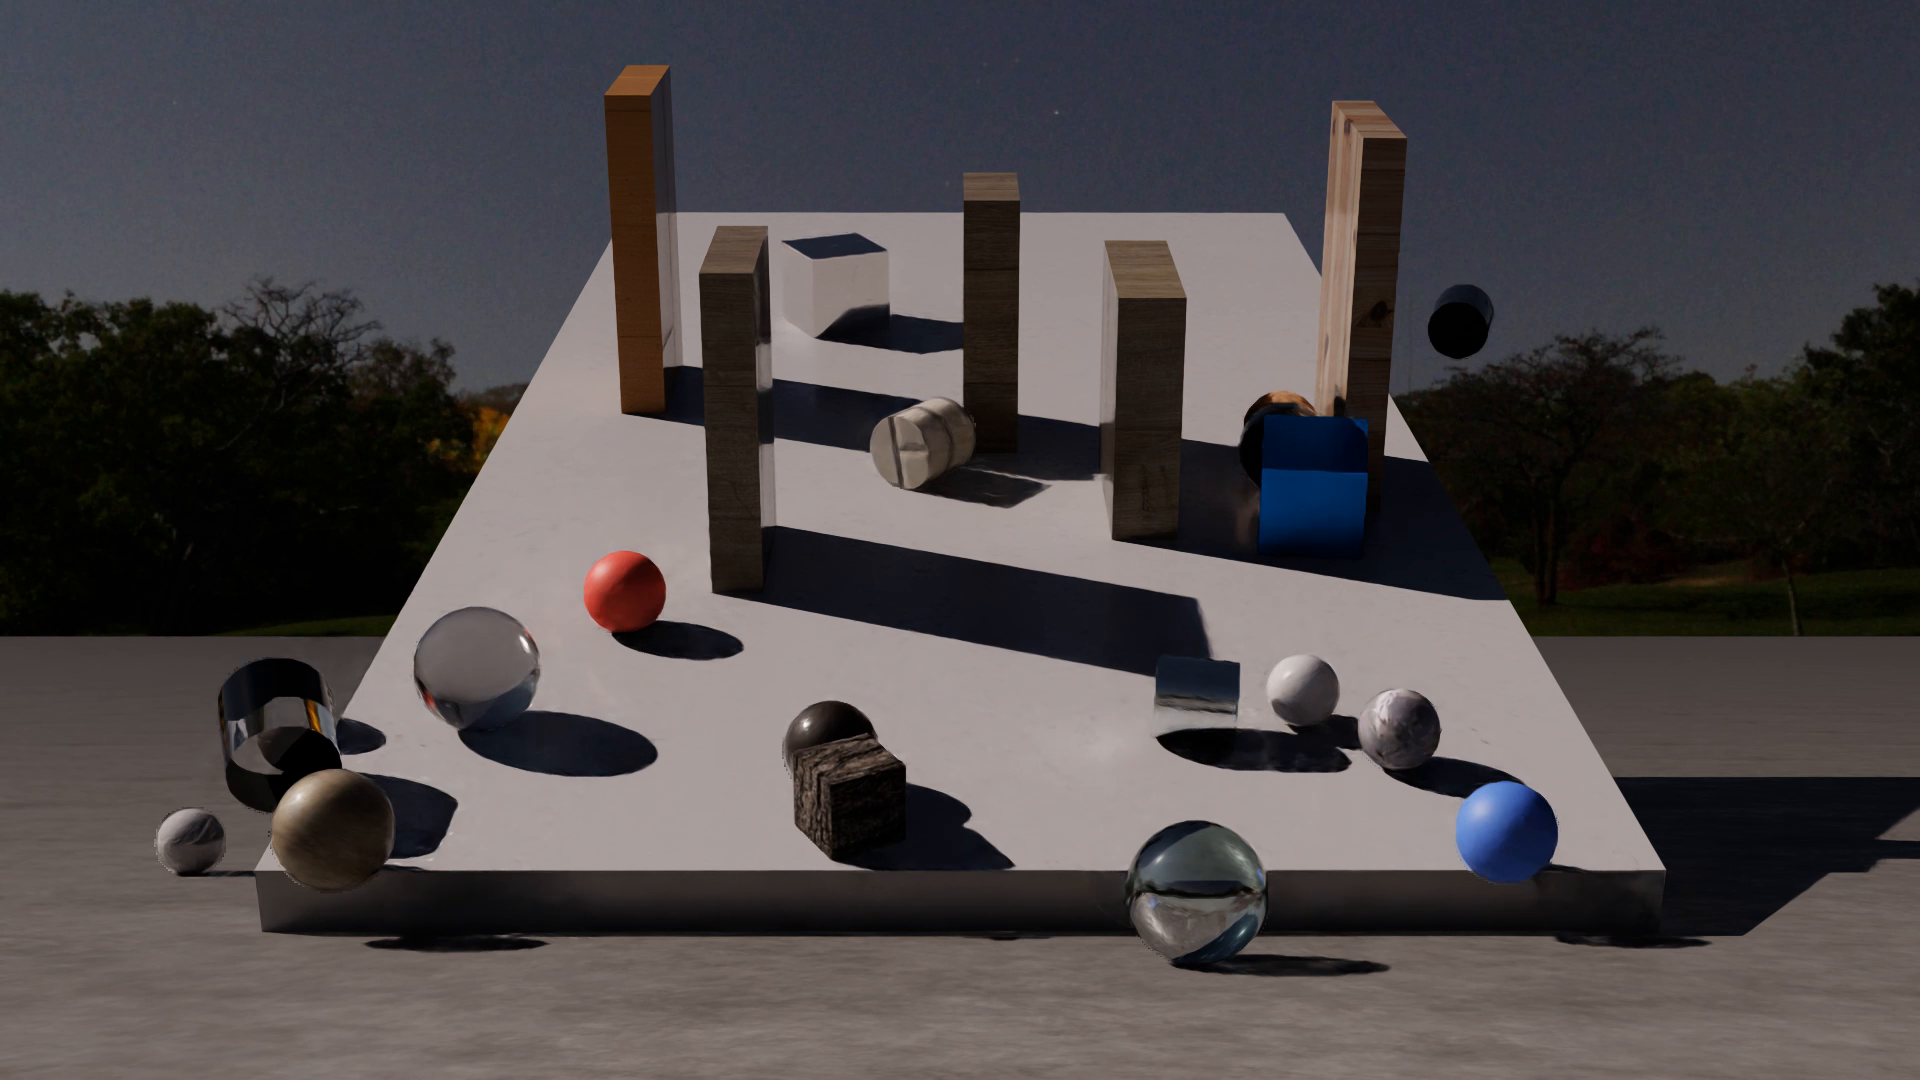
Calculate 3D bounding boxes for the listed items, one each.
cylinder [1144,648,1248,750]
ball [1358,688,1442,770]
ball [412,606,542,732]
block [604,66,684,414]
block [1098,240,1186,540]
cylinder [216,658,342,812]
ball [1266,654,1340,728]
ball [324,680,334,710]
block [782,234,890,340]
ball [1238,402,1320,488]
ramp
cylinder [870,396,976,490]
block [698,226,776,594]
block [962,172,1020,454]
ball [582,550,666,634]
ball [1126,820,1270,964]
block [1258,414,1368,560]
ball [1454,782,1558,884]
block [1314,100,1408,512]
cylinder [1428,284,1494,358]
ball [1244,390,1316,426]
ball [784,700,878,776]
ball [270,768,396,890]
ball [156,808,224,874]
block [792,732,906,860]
[{"bbox_3d":[0.371,0.251,3.608,0.129,0.129,0.129,16,-3,-3],"label":"cylinder"},{"bbox_3d":[0.675,0.291,3.520,0.126,0.126,0.126,0,-2,0],"label":"ball"},{"bbox_3d":[-0.766,0.205,3.632,0.200,0.200,0.200,0,-2,0],"label":"ball"},{"bbox_3d":[-0.712,-0.685,5.191,0.098,0.715,0.371,0,21,0],"label":"block"},{"bbox_3d":[0.357,-0.305,4.546,0.127,0.484,0.439,0,21,0],"label":"block"},{"bbox_3d":[-1.017,0.291,3.414,0.164,0.164,0.164,1,34,-24],"label":"cylinder"},{"bbox_3d":[0.549,0.241,3.661,0.117,0.117,0.117,0,-2,0],"label":"ball"},{"bbox_3d":[-1.062,0.262,3.647,0.123,0.123,0.123,0,-2,0],"label":"ball"},{"bbox_3d":[-0.314,-0.644,5.786,0.205,0.205,0.205,-10,24,-24],"label":"block"},{"bbox_3d":[0.661,-0.184,4.640,0.191,0.191,0.191,0,-2,0],"label":"ball"},{"bbox_3d":[-0.006,-0.218,5.120,2.000,0.100,4.000,0,21,0],"label":"ramp"},{"bbox_3d":[-0.076,-0.201,4.728,0.156,0.156,0.156,-2,16,38],"label":"cylinder"},{"bbox_3d":[-0.406,-0.245,4.231,0.094,0.601,0.346,0,21,0],"label":"block"},{"bbox_3d":[0.065,-0.490,4.927,0.116,0.550,0.265,0,21,0],"label":"block"},{"bbox_3d":[-0.586,0.091,3.999,0.144,0.144,0.144,0,-2,0],"label":"ball"},{"bbox_3d":[0.306,0.456,2.961,0.185,0.185,0.185,0,-2,0],"label":"ball"},{"bbox_3d":[0.673,-0.102,4.373,0.195,0.195,0.195,3,35,7],"label":"block"},{"bbox_3d":[0.764,0.409,3.202,0.141,0.141,0.141,0,-2,0],"label":"ball"},{"bbox_3d":[0.798,-0.474,4.612,0.083,0.752,0.375,0,21,0],"label":"block"},{"bbox_3d":[1.371,-0.600,6.264,0.160,0.160,0.160,-1,23,19],"label":"cylinder"},{"bbox_3d":[0.675,-0.234,4.810,0.159,0.159,0.159,0,-2,0],"label":"ball"},{"bbox_3d":[-0.193,0.312,3.439,0.142,0.142,0.142,0,-2,0],"label":"ball"},{"bbox_3d":[-0.869,0.401,3.177,0.168,0.168,0.168,0,-2,0],"label":"ball"},{"bbox_3d":[-1.364,0.534,4.059,0.115,0.115,0.115,0,-2,0],"label":"ball"},{"bbox_3d":[-0.160,0.371,3.320,0.121,0.121,0.121,-12,24,-27],"label":"block"}]
